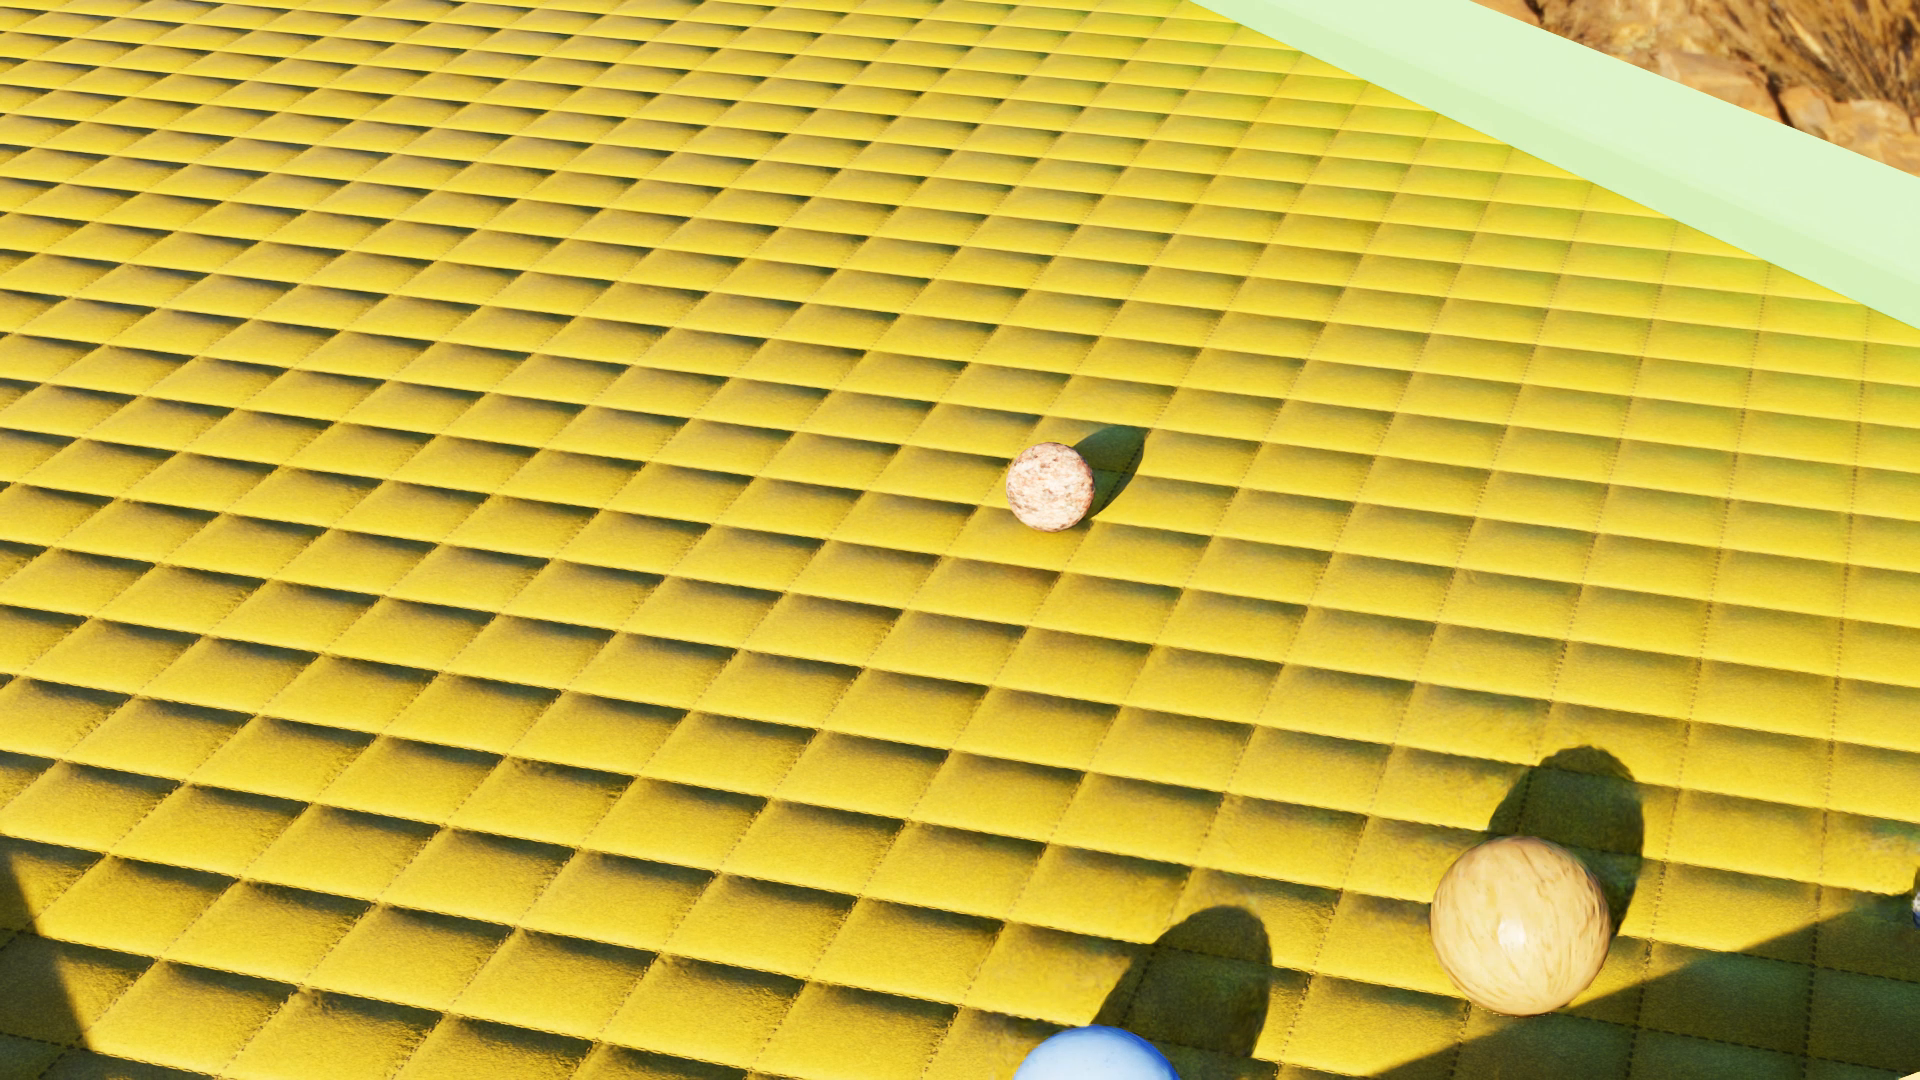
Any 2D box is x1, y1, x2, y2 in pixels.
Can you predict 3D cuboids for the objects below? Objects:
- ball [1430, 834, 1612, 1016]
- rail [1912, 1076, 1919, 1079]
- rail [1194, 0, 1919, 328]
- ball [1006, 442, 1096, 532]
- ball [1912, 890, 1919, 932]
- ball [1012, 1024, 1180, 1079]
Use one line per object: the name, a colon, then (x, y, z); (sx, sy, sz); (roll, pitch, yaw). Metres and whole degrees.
ball: (0.302, 0.208, 1.586); (0.097, 0.097, 0.097); (0, 26, 0)
rail: (0.394, 0.298, 1.364); (1.896, 0.126, 0.045); (-13, 29, -25)
rail: (0.412, -0.548, 3.118); (0.045, 0.126, 3.477); (-13, 29, -25)
ball: (0.066, -0.038, 2.133); (0.065, 0.065, 0.065); (0, 26, 0)
ball: (0.555, 0.209, 1.649); (0.040, 0.040, 0.040); (0, 26, 0)
ball: (0.067, 0.283, 1.437); (0.091, 0.091, 0.091); (0, 26, 0)
